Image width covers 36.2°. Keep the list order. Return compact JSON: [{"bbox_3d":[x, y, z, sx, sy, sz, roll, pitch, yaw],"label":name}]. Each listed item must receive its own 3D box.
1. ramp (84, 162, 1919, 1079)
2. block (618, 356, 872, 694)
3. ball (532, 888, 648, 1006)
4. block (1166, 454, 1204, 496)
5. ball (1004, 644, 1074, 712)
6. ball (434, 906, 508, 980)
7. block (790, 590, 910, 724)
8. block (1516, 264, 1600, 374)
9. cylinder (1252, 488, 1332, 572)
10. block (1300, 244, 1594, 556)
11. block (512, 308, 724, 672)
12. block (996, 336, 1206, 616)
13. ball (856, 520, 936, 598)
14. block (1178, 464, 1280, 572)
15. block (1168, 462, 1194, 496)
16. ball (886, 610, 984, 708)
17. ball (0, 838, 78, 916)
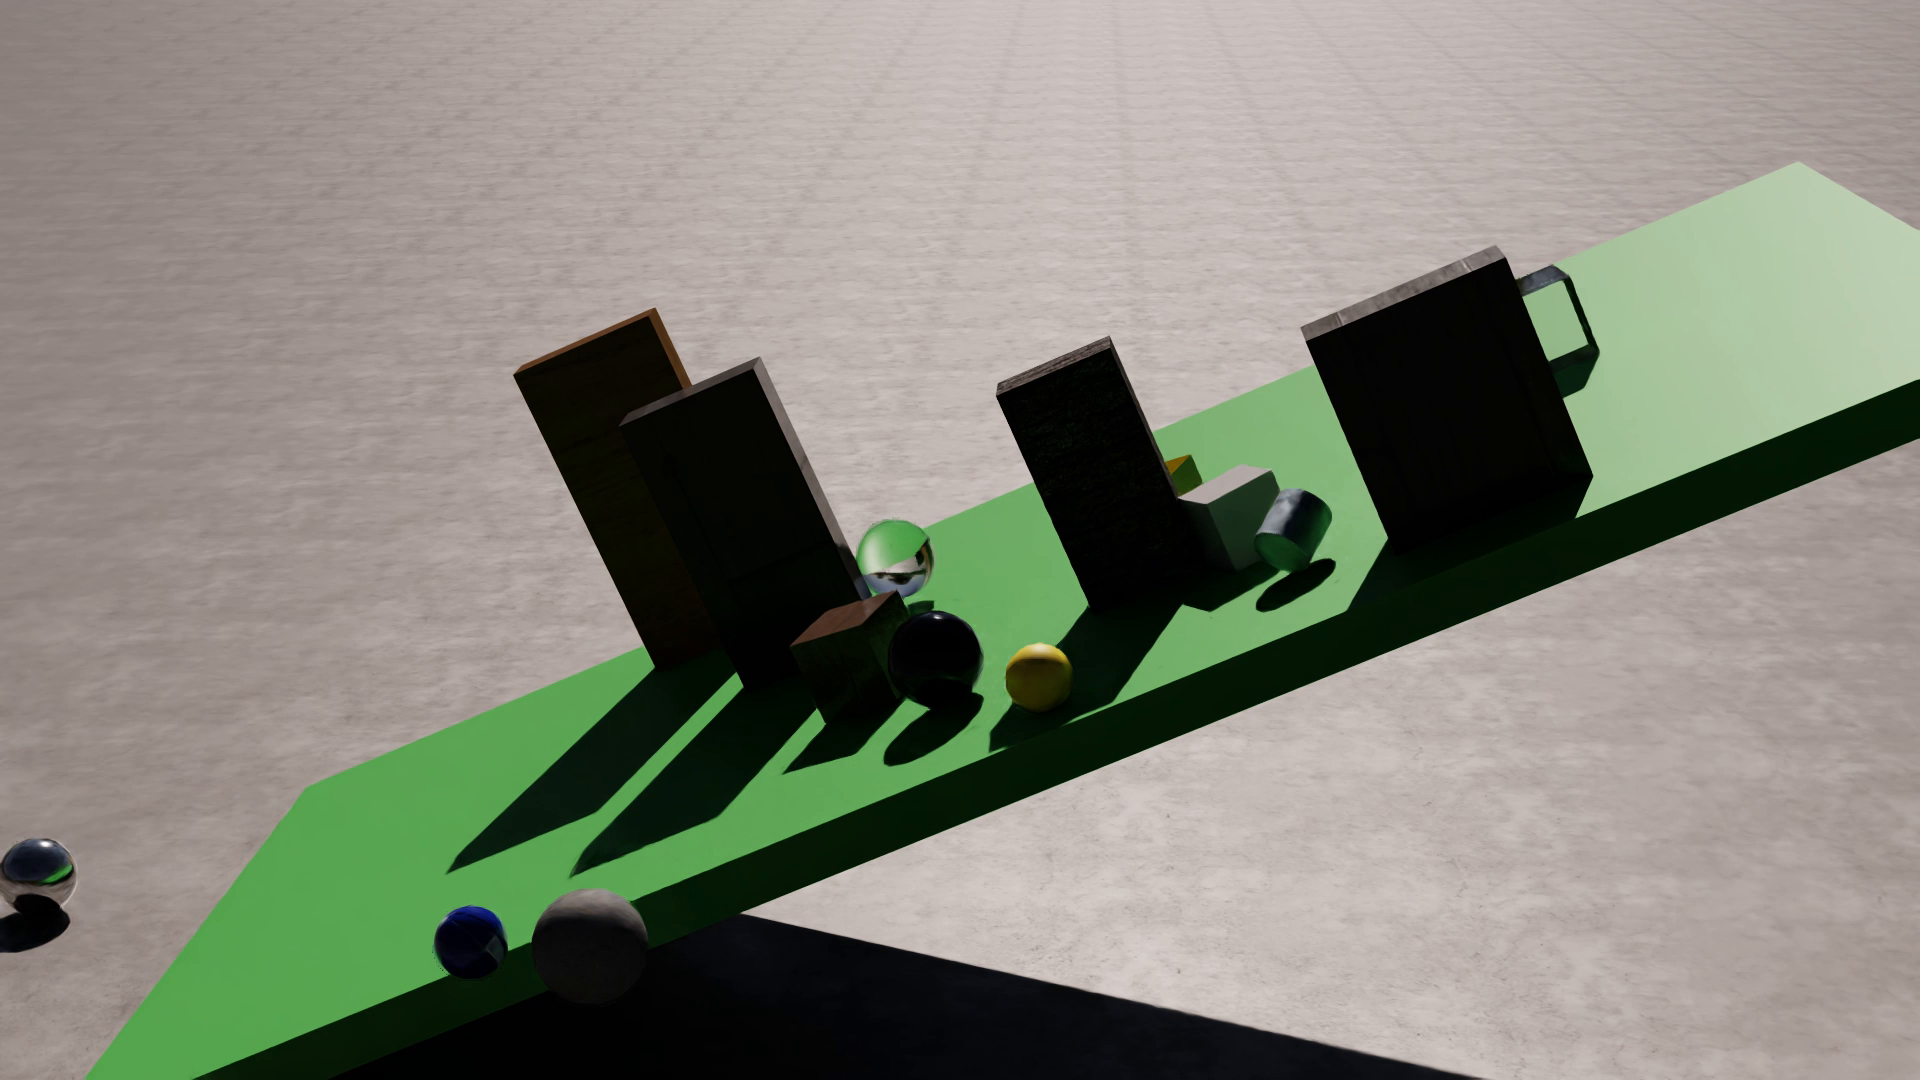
[{"bbox_3d":[0.131,0.170,6.285,4.000,0.100,2.000,-23,13,8],"label":"ramp"},{"bbox_3d":[-0.452,-0.031,6.448,0.321,0.659,0.134,-23,13,8],"label":"block"},{"bbox_3d":[-0.663,0.729,5.279,0.209,0.209,0.209,0,15,0],"label":"ball"},{"bbox_3d":[0.409,-0.052,6.067,0.165,0.165,0.165,-17,15,30],"label":"block"},{"bbox_3d":[0.146,0.254,5.400,0.128,0.128,0.128,0,15,0],"label":"ball"},{"bbox_3d":[-0.895,0.736,5.383,0.134,0.134,0.134,0,15,0],"label":"ball"},{"bbox_3d":[-0.200,0.237,5.988,0.180,0.180,0.180,-17,15,30],"label":"block"},{"bbox_3d":[1.211,-0.451,6.173,0.176,0.176,0.176,-24,13,5],"label":"block"},{"bbox_3d":[0.629,-0.018,5.557,0.114,0.114,0.114,10,55,34],"label":"cylinder"},{"bbox_3d":[0.888,-0.255,5.380,0.384,0.437,0.138,-23,13,8],"label":"block"},{"bbox_3d":[-0.721,-0.116,6.987,0.353,0.792,0.111,-23,13,8],"label":"block"},{"bbox_3d":[0.283,-0.129,5.871,0.244,0.488,0.125,-23,13,8],"label":"block"},{"bbox_3d":[-0.143,0.043,6.577,0.178,0.178,0.178,0,15,0],"label":"ball"},{"bbox_3d":[0.550,-0.043,5.803,0.151,0.151,0.151,-28,13,-14],"label":"block"},{"bbox_3d":[0.426,-0.085,6.289,0.112,0.112,0.112,-13,17,42],"label":"block"},{"bbox_3d":[-0.047,0.232,5.706,0.189,0.189,0.189,0,15,0],"label":"ball"},{"bbox_3d":[-2.170,0.792,6.924,0.183,0.183,0.183,0,15,0],"label":"ball"}]
